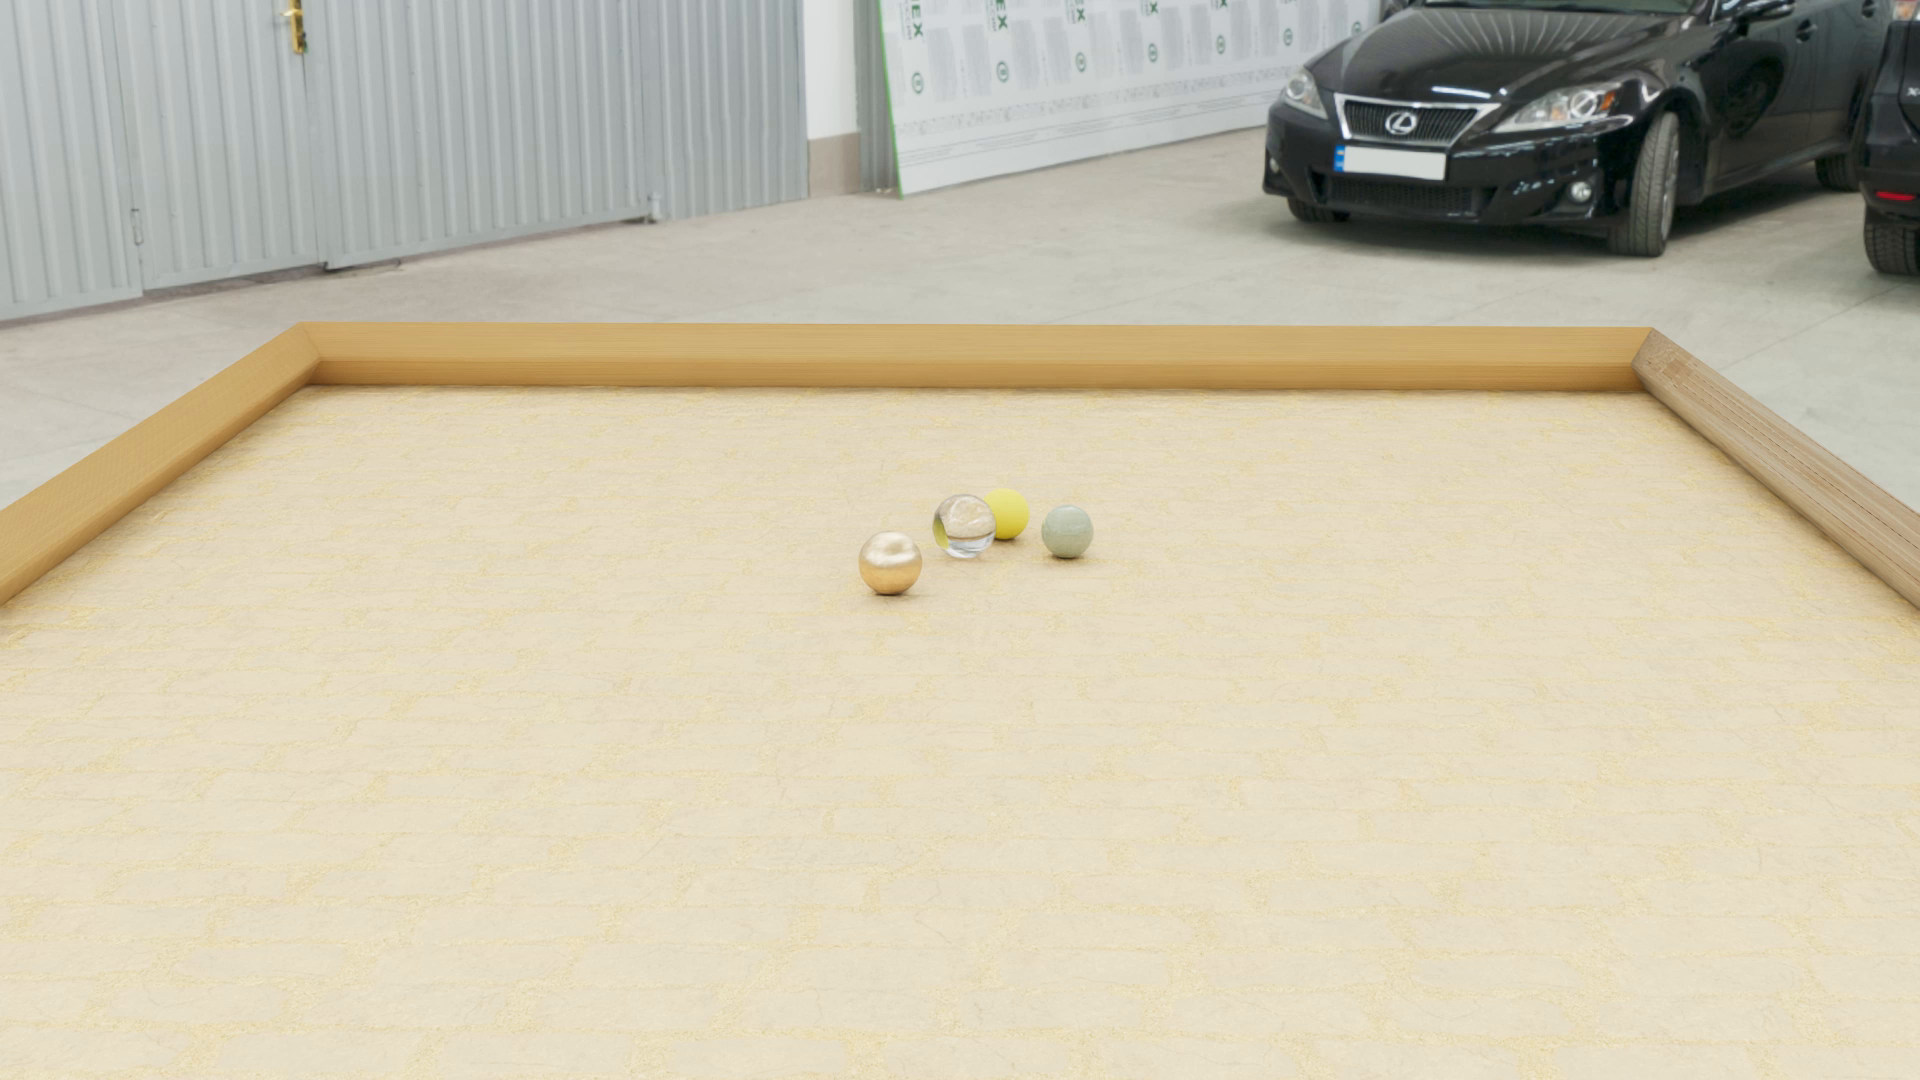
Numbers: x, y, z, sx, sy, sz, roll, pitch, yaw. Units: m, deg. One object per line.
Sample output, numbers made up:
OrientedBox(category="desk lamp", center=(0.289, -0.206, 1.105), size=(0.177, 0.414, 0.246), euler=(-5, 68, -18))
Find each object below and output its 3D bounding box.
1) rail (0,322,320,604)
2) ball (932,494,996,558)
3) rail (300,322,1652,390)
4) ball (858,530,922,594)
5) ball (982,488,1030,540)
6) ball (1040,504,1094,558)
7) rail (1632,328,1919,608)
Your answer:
OrientedBox(category="rail", center=(-1.157, 0.276, 1.822), size=(0.045, 0.109, 4.143), euler=(0, 17, 1))
OrientedBox(category="ball", center=(0.005, -0.018, 2.840), size=(0.084, 0.084, 0.084), euler=(0, 17, 0))
OrientedBox(category="rail", center=(0.021, -0.310, 3.759), size=(2.320, 0.109, 0.045), euler=(0, 17, 1))
OrientedBox(category="ball", center=(-0.086, 0.028, 2.698), size=(0.079, 0.079, 0.079), euler=(0, 17, 0))
OrientedBox(category="ball", center=(0.058, -0.035, 2.922), size=(0.069, 0.069, 0.069), euler=(0, 17, 0))
OrientedBox(category="ball", center=(0.139, -0.011, 2.843), size=(0.069, 0.069, 0.069), euler=(0, 17, 0))
OrientedBox(category="rail", center=(1.115, 0.289, 1.778), size=(0.045, 0.109, 4.143), euler=(0, 17, 1))
